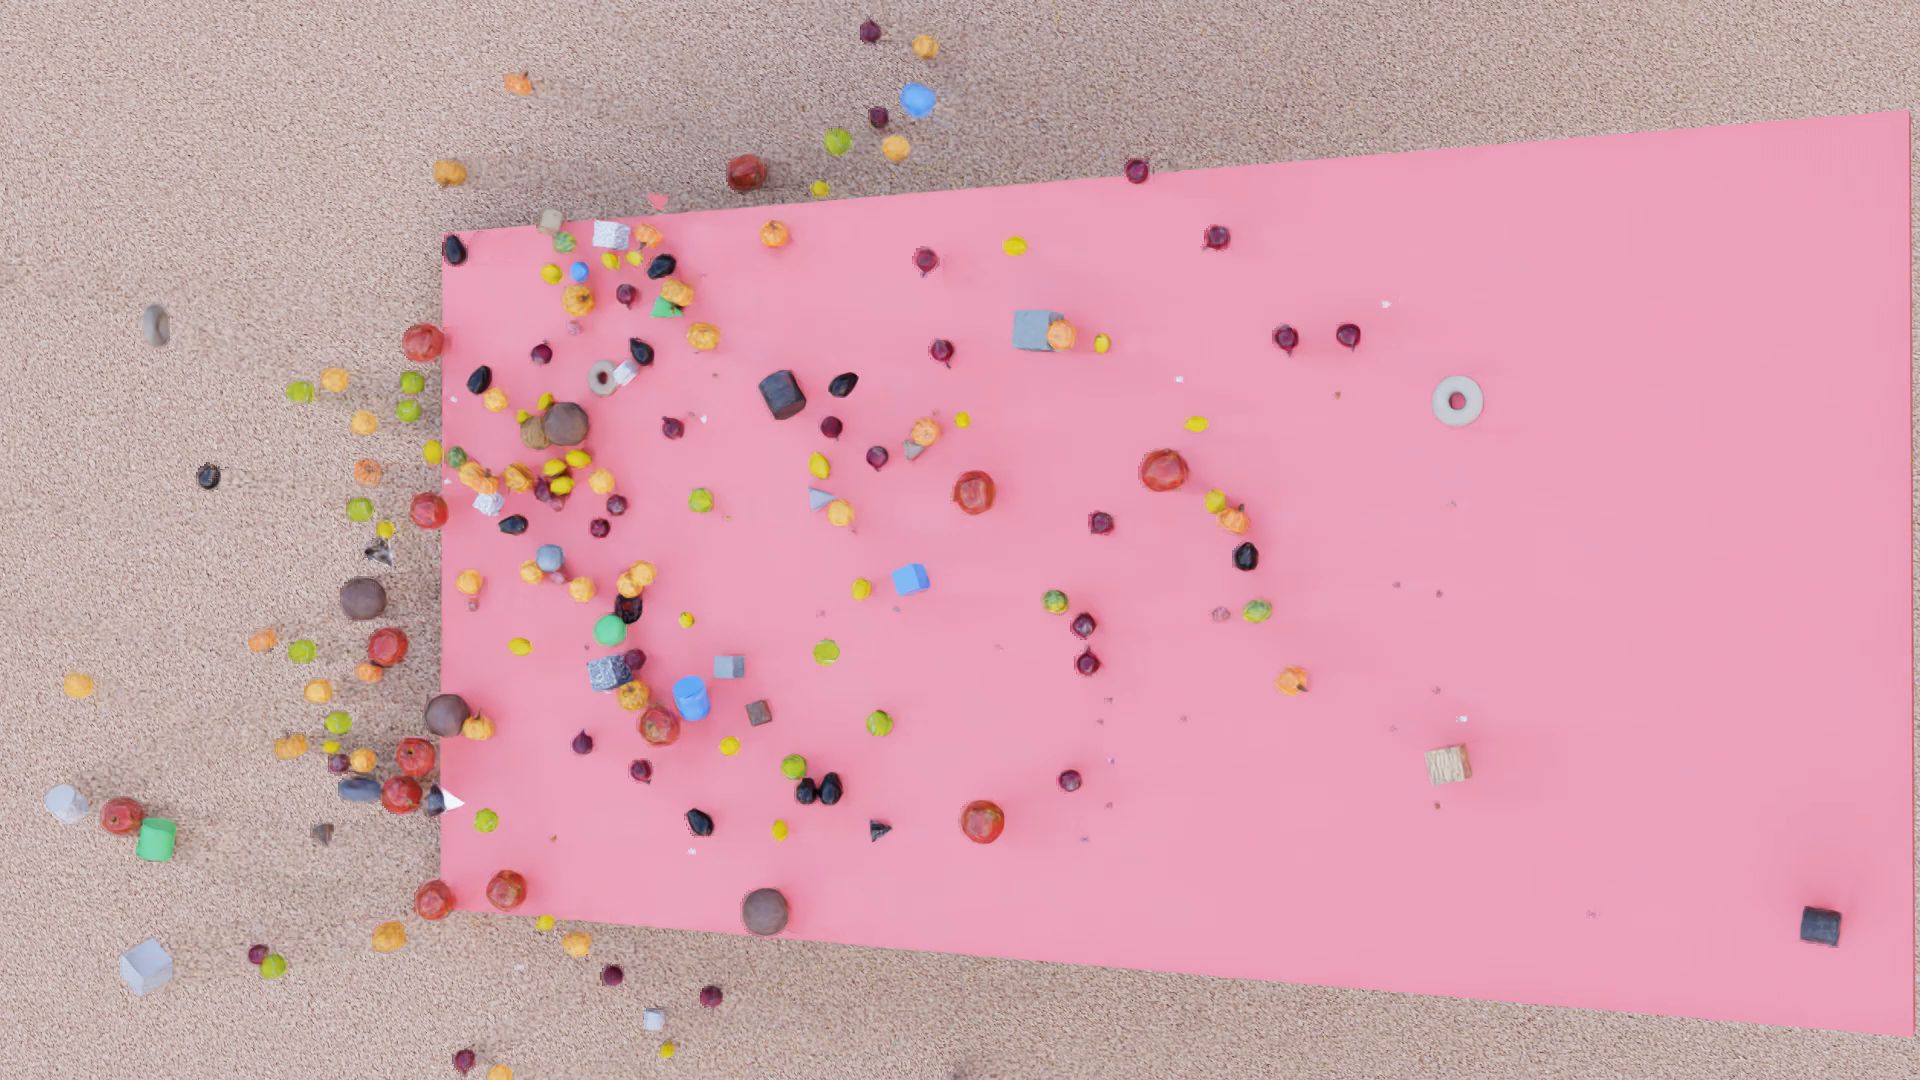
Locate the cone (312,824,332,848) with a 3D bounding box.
[{"bbox_3d":[-1.889,0.888,6.541,0.064,0.064,0.064,-24,66,0],"label":"cone"}]

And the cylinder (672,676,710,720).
[{"bbox_3d":[-0.737,0.436,6.046,0.087,0.087,0.087,-11,128,0],"label":"cylinder"}]

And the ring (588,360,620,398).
[{"bbox_3d":[-1.011,-0.459,6.241,0.107,0.036,0.107,-1,87,26],"label":"ring"}]

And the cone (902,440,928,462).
[{"bbox_3d":[-0.114,-0.242,5.799,0.065,0.065,0.065,-15,89,-2],"label":"cone"}]

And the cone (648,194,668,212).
[{"bbox_3d":[-0.860,-0.962,6.200,0.052,0.052,0.052,31,89,-26],"label":"cone"}]

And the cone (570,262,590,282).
[{"bbox_3d":[-1.069,-0.763,6.242,0.057,0.057,0.057,-2,93,-31],"label":"cone"}]

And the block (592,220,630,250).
[{"bbox_3d":[-0.985,-0.860,6.213,0.070,0.070,0.070,9,93,26],"label":"block"}]

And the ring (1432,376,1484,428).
[{"bbox_3d":[1.168,-0.325,5.162,0.122,0.041,0.122,-1,88,27],"label":"ring"}]

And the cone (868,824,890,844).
[{"bbox_3d":[-0.205,0.768,5.835,0.060,0.060,0.060,-22,89,-25],"label":"cone"}]

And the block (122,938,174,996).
[{"bbox_3d":[-2.387,1.254,6.459,0.100,0.100,0.100,41,46,17],"label":"block"}]

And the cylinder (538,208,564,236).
[{"bbox_3d":[-1.172,-0.912,6.305,0.060,0.060,0.060,11,72,0],"label":"cylinder"}]

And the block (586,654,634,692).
[{"bbox_3d":[-0.986,0.374,6.193,0.082,0.082,0.082,-19,81,25],"label":"block"}]

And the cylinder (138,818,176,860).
[{"bbox_3d":[-2.387,0.889,6.537,0.098,0.098,0.098,13,100,0],"label":"cylinder"}]

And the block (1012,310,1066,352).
[{"bbox_3d":[0.201,-0.533,5.610,0.097,0.097,0.097,5,92,26],"label":"block"}]

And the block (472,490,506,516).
[{"bbox_3d":[-1.371,-0.110,6.404,0.055,0.055,0.055,34,104,23],"label":"block"}]

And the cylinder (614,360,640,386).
[{"bbox_3d":[-0.940,-0.472,6.195,0.052,0.052,0.052,-39,89,25],"label":"cylinder"}]

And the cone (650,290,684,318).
[{"bbox_3d":[-0.807,-0.642,6.141,0.085,0.085,0.085,26,89,-3],"label":"cone"}]

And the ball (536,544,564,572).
[{"bbox_3d":[-1.172,0.051,6.289,0.082,0.082,0.082,0,89,0],"label":"ball"}]

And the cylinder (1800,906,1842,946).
[{"bbox_3d":[1.873,0.839,4.782,0.075,0.075,0.075,2,89,31],"label":"cylinder"}]

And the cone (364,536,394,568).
[{"bbox_3d":[-1.722,0.050,6.584,0.089,0.089,0.089,-32,116,0],"label":"cone"}]

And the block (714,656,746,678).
[{"bbox_3d":[-0.631,0.347,6.031,0.060,0.060,0.060,-1,89,26],"label":"block"}]

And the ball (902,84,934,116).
[{"bbox_3d":[-0.112,-1.189,5.937,0.085,0.085,0.085,0,89,0],"label":"ball"}]

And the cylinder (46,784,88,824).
[{"bbox_3d":[-2.652,0.784,6.534,0.087,0.087,0.087,-5,59,8],"label":"cylinder"}]

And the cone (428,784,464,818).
[{"bbox_3d":[-1.503,0.771,6.465,0.100,0.100,0.100,6,89,0],"label":"cone"}]

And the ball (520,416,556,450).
[{"bbox_3d":[-1.211,-0.307,6.302,0.100,0.100,0.100,0,89,0],"label":"ball"}]

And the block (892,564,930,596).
[{"bbox_3d":[-0.129,0.105,5.783,0.066,0.066,0.066,-23,80,24],"label":"block"}]

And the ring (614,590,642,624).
[{"bbox_3d":[-0.935,0.189,6.199,0.092,0.031,0.092,-3,84,26],"label":"ring"}]

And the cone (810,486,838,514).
[{"bbox_3d":[-0.365,-0.112,5.920,0.074,0.074,0.074,-6,89,-1],"label":"cone"}]

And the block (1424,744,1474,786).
[{"bbox_3d":[1.143,0.526,5.143,0.080,0.080,0.080,-15,83,25],"label":"block"}]

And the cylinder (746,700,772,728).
[{"bbox_3d":[-0.548,0.472,5.988,0.060,0.060,0.060,-19,81,0],"label":"cylinder"}]

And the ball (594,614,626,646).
[{"bbox_3d":[-0.978,0.253,6.152,0.089,0.089,0.089,0,89,0],"label":"ball"}]

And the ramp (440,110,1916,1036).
[{"bbox_3d":[0.280,0.080,5.674,4.000,0.100,2.000,0,89,26],"label":"ramp"}]
